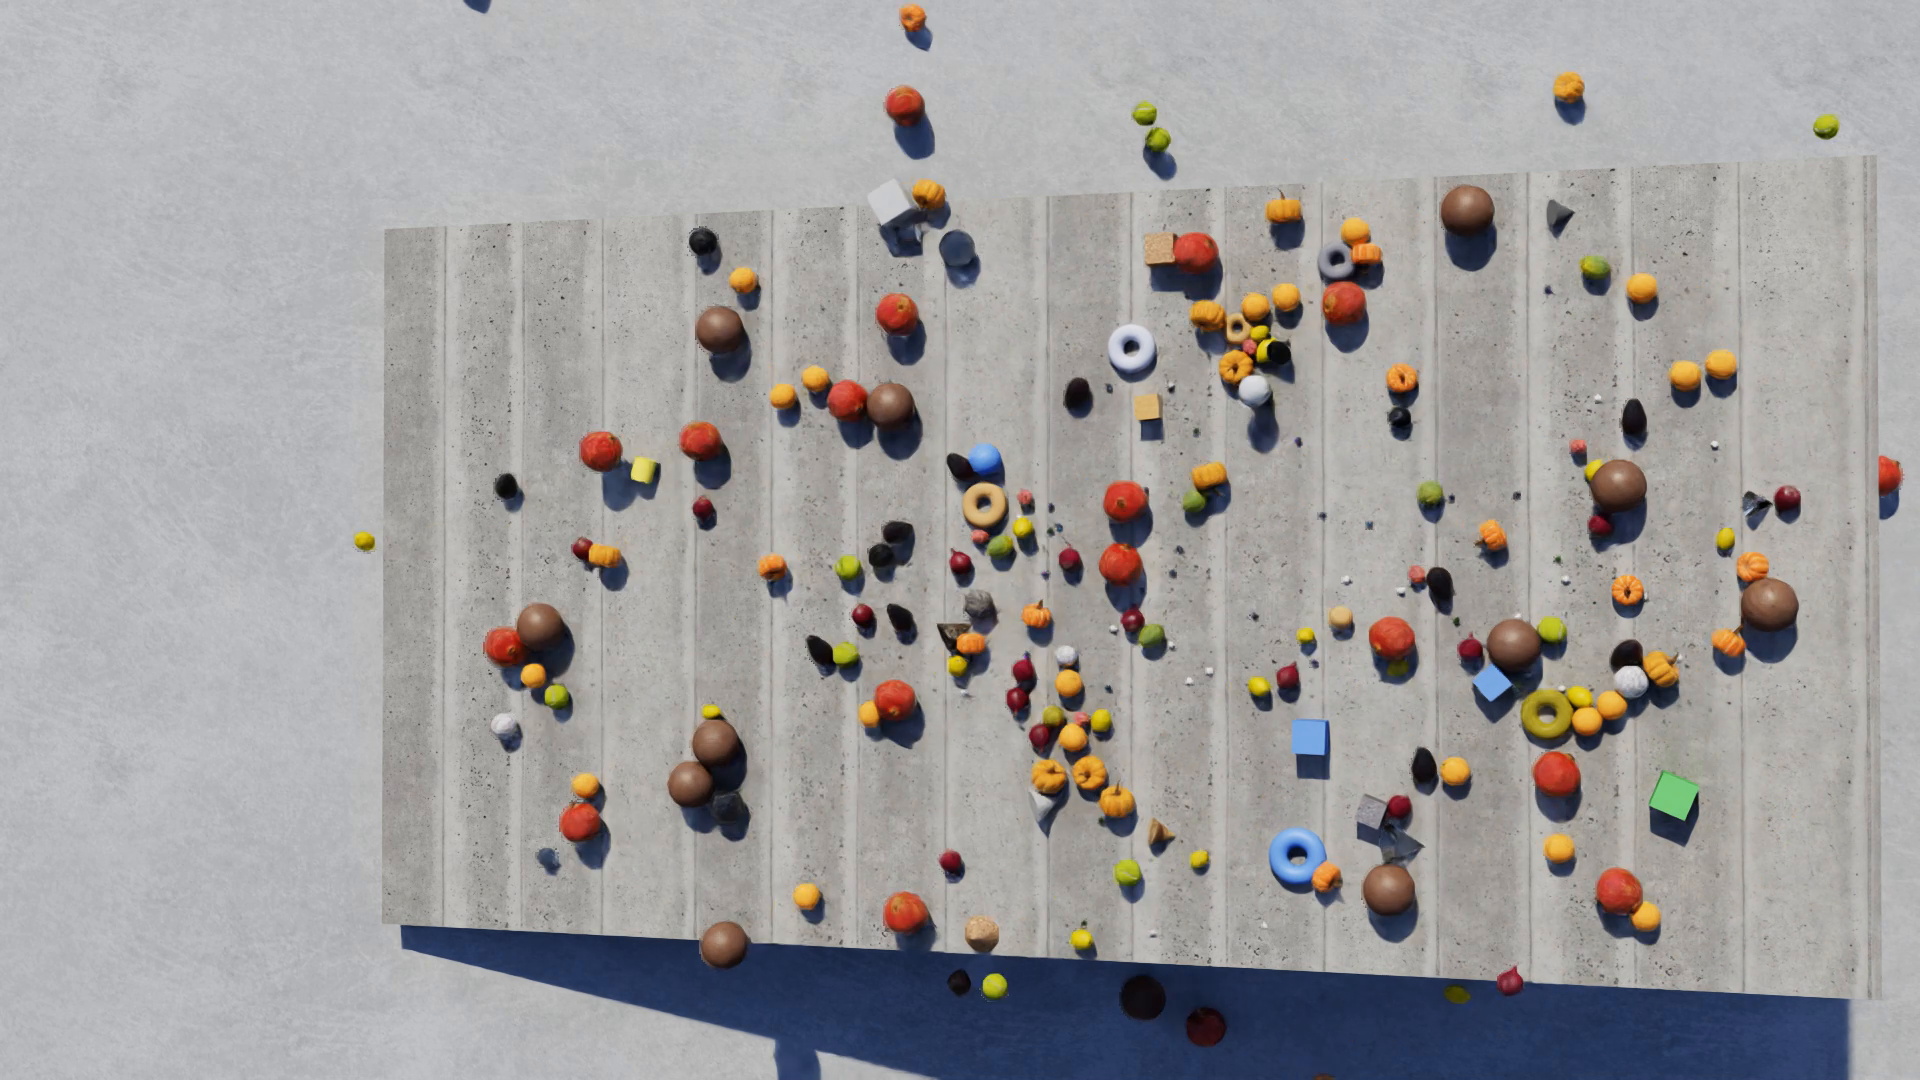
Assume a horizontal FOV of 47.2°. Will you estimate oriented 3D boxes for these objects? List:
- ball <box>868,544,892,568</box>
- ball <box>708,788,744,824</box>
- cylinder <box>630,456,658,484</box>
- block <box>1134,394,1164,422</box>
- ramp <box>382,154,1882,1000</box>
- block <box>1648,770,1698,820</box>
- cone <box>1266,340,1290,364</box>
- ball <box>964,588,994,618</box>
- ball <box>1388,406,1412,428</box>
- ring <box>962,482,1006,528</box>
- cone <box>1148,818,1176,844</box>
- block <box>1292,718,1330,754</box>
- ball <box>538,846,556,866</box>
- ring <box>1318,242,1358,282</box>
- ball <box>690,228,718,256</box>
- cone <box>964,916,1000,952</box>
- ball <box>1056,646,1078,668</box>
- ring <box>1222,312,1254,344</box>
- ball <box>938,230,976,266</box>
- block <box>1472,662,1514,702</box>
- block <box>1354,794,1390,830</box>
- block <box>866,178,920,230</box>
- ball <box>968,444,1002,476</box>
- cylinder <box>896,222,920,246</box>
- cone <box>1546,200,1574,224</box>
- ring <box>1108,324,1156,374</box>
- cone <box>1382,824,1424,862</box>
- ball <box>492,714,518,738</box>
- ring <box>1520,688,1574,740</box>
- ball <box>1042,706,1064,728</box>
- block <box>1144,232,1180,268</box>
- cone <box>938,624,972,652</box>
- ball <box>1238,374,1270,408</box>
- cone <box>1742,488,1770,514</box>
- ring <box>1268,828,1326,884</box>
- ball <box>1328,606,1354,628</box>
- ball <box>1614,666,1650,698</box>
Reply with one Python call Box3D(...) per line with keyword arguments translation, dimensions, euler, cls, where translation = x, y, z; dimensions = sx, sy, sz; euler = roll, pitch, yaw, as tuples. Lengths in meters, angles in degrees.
Box3D(translation=(-0.213, 0.043, 5.873), dimensions=(0.066, 0.066, 0.066), euler=(0, 89, 0), cls="ball")
Box3D(translation=(-0.634, 0.722, 5.972), dimensions=(0.096, 0.096, 0.096), euler=(0, 89, 0), cls="ball")
Box3D(translation=(-0.874, -0.194, 6.073), dimensions=(0.062, 0.062, 0.062), euler=(16, 95, 0), cls="cylinder")
Box3D(translation=(0.487, -0.341, 5.674), dimensions=(0.062, 0.062, 0.062), euler=(-4, 88, 16), cls="block")
Box3D(translation=(0.271, 0.095, 5.816), dimensions=(4.000, 0.100, 2.000), euler=(0, 89, 16), cls="ramp")
Box3D(translation=(1.715, 0.613, 5.285), dimensions=(0.087, 0.087, 0.087), euler=(23, 96, 15), cls="block")
Box3D(translation=(0.821, -0.490, 5.572), dimensions=(0.067, 0.067, 0.067), euler=(44, 47, 1), cls="cone")
Box3D(translation=(0.049, 0.167, 5.787), dimensions=(0.079, 0.079, 0.079), euler=(0, 89, 0), cls="ball")
Box3D(translation=(1.100, -0.307, 5.497), dimensions=(0.054, 0.054, 0.054), euler=(0, 89, 0), cls="ball")
Box3D(translation=(0.065, -0.092, 5.806), dimensions=(0.124, 0.041, 0.124), euler=(-1, 86, 19), cls="ring")
Box3D(translation=(0.527, 0.757, 5.663), dimensions=(0.070, 0.070, 0.070), euler=(12, 89, -10), cls="cone")
Box3D(translation=(0.882, 0.495, 5.535), dimensions=(0.082, 0.082, 0.082), euler=(2, 90, 16), cls="block")
Box3D(translation=(-1.155, 0.885, 6.145), dimensions=(0.053, 0.053, 0.053), euler=(0, 89, 0), cls="ball")
Box3D(translation=(0.954, -0.703, 5.556), dimensions=(0.103, 0.034, 0.103), euler=(0, 89, 14), cls="ring")
Box3D(translation=(-0.703, -0.816, 6.024), dimensions=(0.077, 0.077, 0.077), euler=(0, 89, 0), cls="ball")
Box3D(translation=(0.045, 1.040, 5.766), dimensions=(0.097, 0.097, 0.097), euler=(0, 89, 16), cls="cone")
Box3D(translation=(0.276, 0.302, 5.729), dimensions=(0.057, 0.057, 0.057), euler=(0, 89, 0), cls="ball")
Box3D(translation=(0.710, -0.540, 5.626), dimensions=(0.084, 0.028, 0.084), euler=(-3, 82, 22), cls="ring")
Box3D(translation=(-0.008, -0.771, 5.808), dimensions=(0.097, 0.097, 0.097), euler=(0, 89, 0), cls="ball")
Box3D(translation=(1.312, 0.350, 5.417), dimensions=(0.069, 0.069, 0.069), euler=(-41, 79, 12), cls="block")
Box3D(translation=(1.029, 0.678, 5.498), dimensions=(0.064, 0.064, 0.064), euler=(21, 95, 16), cls="block")
Box3D(translation=(-0.177, -0.895, 5.863), dimensions=(0.092, 0.092, 0.092), euler=(-31, 81, 14), cls="block")
Box3D(translation=(0.066, -0.212, 5.784), dimensions=(0.085, 0.085, 0.085), euler=(0, 89, 0), cls="ball")
Box3D(translation=(-0.138, -0.817, 5.870), dimensions=(0.054, 0.054, 0.054), euler=(-5, 89, 16), cls="cylinder")
Box3D(translation=(1.483, -0.806, 5.405), dimensions=(0.062, 0.062, 0.062), euler=(-3, 89, -10), cls="cone")
Box3D(translation=(0.445, -0.496, 5.700), dimensions=(0.128, 0.043, 0.128), euler=(0, 90, 17), cls="ring")
Box3D(translation=(1.114, 0.759, 5.483), dimensions=(0.097, 0.097, 0.097), euler=(7, 89, -10), cls="cone")
Box3D(translation=(-1.281, 0.522, 6.178), dimensions=(0.072, 0.072, 0.072), euler=(0, 89, 0), cls="ball")
Box3D(translation=(1.440, 0.428, 5.392), dimensions=(0.128, 0.043, 0.128), euler=(0, 89, 18), cls="ring")
Box3D(translation=(0.243, 0.461, 5.736), dimensions=(0.059, 0.059, 0.059), euler=(0, 89, 0), cls="ball")
Box3D(translation=(0.520, -0.746, 5.663), dimensions=(0.076, 0.076, 0.076), euler=(-3, 88, 16), cls="block")
Box3D(translation=(-0.004, 0.241, 5.824), dimensions=(0.083, 0.083, 0.083), euler=(-27, 89, -12), cls="cone")
Box3D(translation=(0.738, -0.374, 5.516), dimensions=(0.082, 0.082, 0.082), euler=(0, 89, 0), cls="ball")
Box3D(translation=(1.920, -0.086, 5.265), dimensions=(0.065, 0.065, 0.065), euler=(13, 89, -27), cls="cone")
Box3D(translation=(0.853, 0.798, 5.557), dimensions=(0.145, 0.048, 0.145), euler=(0, 90, 16), cls="ring")
Box3D(translation=(0.958, 0.193, 5.529), dimensions=(0.060, 0.060, 0.060), euler=(0, 89, 0), cls="ball")
Box3D(translation=(1.624, 0.343, 5.319), dimensions=(0.082, 0.082, 0.082), euler=(0, 89, 0), cls="ball")
